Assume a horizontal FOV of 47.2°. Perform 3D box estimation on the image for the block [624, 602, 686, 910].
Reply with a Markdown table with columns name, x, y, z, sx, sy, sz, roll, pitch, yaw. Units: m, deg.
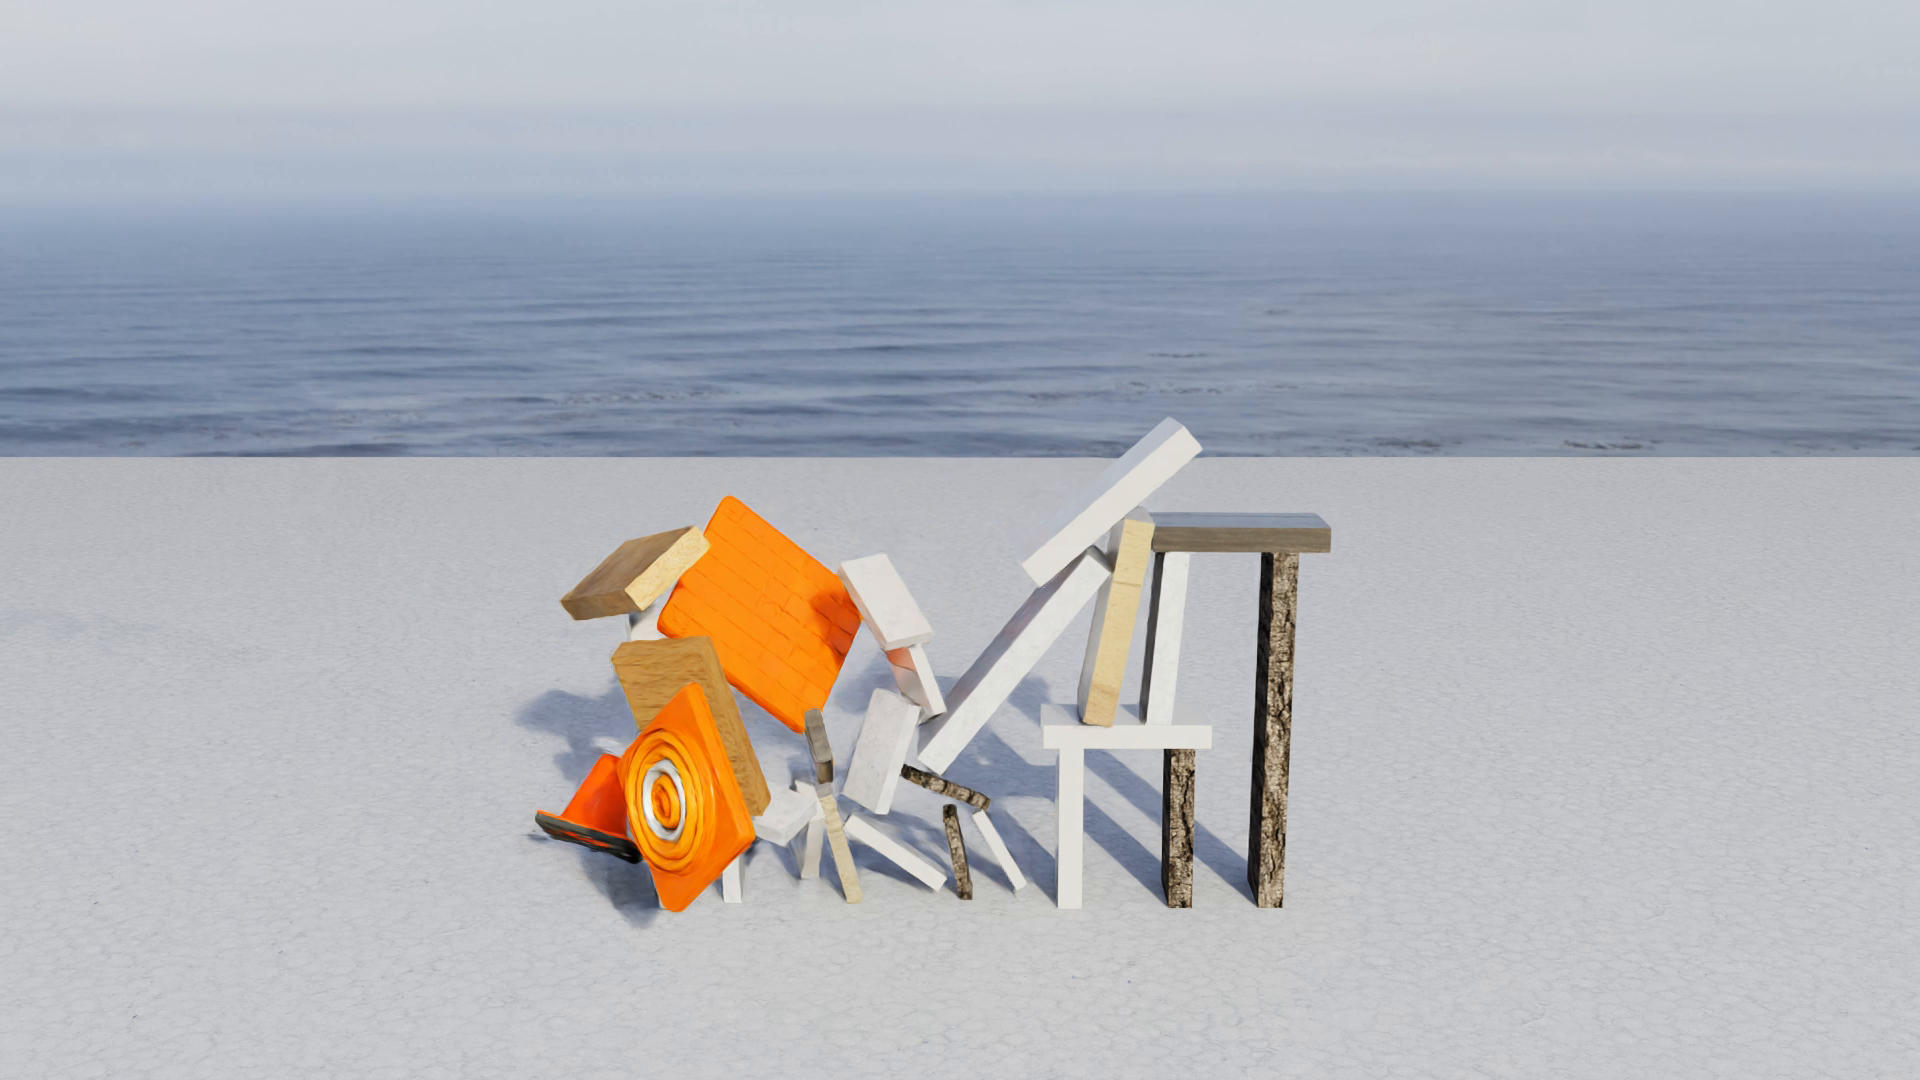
| name | x | y | z | sx | sy | sz | roll | pitch | yaw |
| --- | --- | --- | --- | --- | --- | --- | --- | --- | --- |
| block | -0.505 | 0.331 | 3.619 | 0.043 | 0.525 | 0.152 | -7 | 12 | -11 |

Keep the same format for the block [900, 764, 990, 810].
| name | x | y | z | sx | sy | sz | roll | pitch | yaw |
| --- | --- | --- | --- | --- | --- | --- | --- | --- | --- |
| block | -0.025 | 0.412 | 3.665 | 0.143 | 0.020 | 0.072 | 22 | -3 | -13 |

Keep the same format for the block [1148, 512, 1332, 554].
| name | x | y | z | sx | sy | sz | roll | pitch | yaw |
| --- | --- | --- | --- | --- | --- | --- | --- | --- | --- |
| block | 0.447 | -0.013 | 3.558 | 0.283 | 0.040 | 0.141 | 0 | 11 | -1 |

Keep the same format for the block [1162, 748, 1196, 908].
| name | x | y | z | sx | sy | sz | roll | pitch | yaw |
| --- | --- | --- | --- | --- | --- | --- | --- | --- | --- |
| block | 0.361 | 0.457 | 3.641 | 0.038 | 0.271 | 0.135 | 0 | 11 | 0 |

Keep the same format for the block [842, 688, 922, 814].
| name | x | y | z | sx | sy | sz | roll | pitch | yaw |
| --- | --- | --- | --- | --- | --- | --- | --- | --- | --- |
| block | -0.131 | 0.350 | 3.659 | 0.027 | 0.189 | 0.095 | 13 | 6 | -42 |

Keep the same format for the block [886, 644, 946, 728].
| name | x | y | z | sx | sy | sz | roll | pitch | yaw |
| --- | --- | --- | --- | --- | --- | --- | --- | --- | --- |
| block | -0.081 | 0.215 | 3.649 | 0.024 | 0.176 | 0.085 | -17 | -10 | -29 |

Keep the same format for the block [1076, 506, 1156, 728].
| name | x | y | z | sx | sy | sz | roll | pitch | yaw |
| --- | --- | --- | --- | --- | --- | --- | --- | --- | --- |
| block | 0.252 | 0.118 | 3.581 | 0.048 | 0.338 | 0.169 | 10 | 10 | -3 |

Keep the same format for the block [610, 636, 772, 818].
| name | x | y | z | sx | sy | sz | roll | pitch | yaw |
| --- | --- | --- | --- | --- | --- | --- | --- | --- | --- |
| block | -0.409 | 0.289 | 3.362 | 0.152 | 0.304 | 0.043 | -5 | 29 | 23 |

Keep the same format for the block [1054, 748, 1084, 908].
| name | x | y | z | sx | sy | sz | roll | pitch | yaw |
| --- | --- | --- | --- | --- | --- | --- | --- | --- | --- |
| block | 0.180 | 0.457 | 3.641 | 0.038 | 0.271 | 0.135 | 0 | 11 | 0 |

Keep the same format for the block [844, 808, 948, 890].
| name | x | y | z | sx | sy | sz | roll | pitch | yaw |
| --- | --- | --- | --- | --- | --- | --- | --- | --- | --- |
| block | -0.108 | 0.516 | 3.674 | 0.189 | 0.027 | 0.095 | 34 | -1 | -1 |

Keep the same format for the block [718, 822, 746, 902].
| name | x | y | z | sx | sy | sz | roll | pitch | yaw |
| --- | --- | --- | --- | --- | --- | --- | --- | --- | --- |
| block | -0.377 | 0.489 | 3.628 | 0.027 | 0.194 | 0.097 | -1 | 26 | -1 |

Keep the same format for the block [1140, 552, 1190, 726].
| name | x | y | z | sx | sy | sz | roll | pitch | yaw |
| --- | --- | --- | --- | --- | --- | --- | --- | --- | --- |
| block | 0.333 | 0.146 | 3.587 | 0.040 | 0.283 | 0.141 | 5 | 10 | -1 |

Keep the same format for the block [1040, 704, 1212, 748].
| name | x | y | z | sx | sy | sz | roll | pitch | yaw |
| --- | --- | --- | --- | --- | --- | --- | --- | --- | --- |
| block | 0.271 | 0.305 | 3.613 | 0.271 | 0.038 | 0.135 | 0 | 11 | 0 |

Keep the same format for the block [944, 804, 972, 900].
| name | x | y | z | sx | sy | sz | roll | pitch | yaw |
| --- | --- | --- | --- | --- | --- | --- | --- | --- | --- |
| block | -0.004 | 0.518 | 3.661 | 0.020 | 0.143 | 0.072 | -11 | 10 | 2 |

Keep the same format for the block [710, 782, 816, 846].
| name | x | y | z | sx | sy | sz | roll | pitch | yaw |
| --- | --- | --- | --- | --- | --- | --- | --- | --- | --- |
| block | -0.337 | 0.422 | 3.518 | 0.193 | 0.027 | 0.097 | 17 | 35 | 23 |

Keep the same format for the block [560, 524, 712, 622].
| name | x | y | z | sx | sy | sz | roll | pitch | yaw |
| --- | --- | --- | --- | --- | --- | --- | --- | --- | --- |
| block | -0.515 | 0.055 | 3.470 | 0.152 | 0.043 | 0.304 | -45 | 16 | -25 |

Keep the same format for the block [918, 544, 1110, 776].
| name | x | y | z | sx | sy | sz | roll | pitch | yaw |
| --- | --- | --- | --- | --- | --- | --- | --- | --- | --- |
| block | 0.085 | 0.186 | 3.602 | 0.048 | 0.431 | 0.169 | 38 | 9 | -7 |

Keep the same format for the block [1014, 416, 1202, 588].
| name | x | y | z | sx | sy | sz | roll | pitch | yaw |
| --- | --- | --- | --- | --- | --- | --- | --- | --- | --- |
| block | 0.236 | -0.065 | 3.557 | 0.338 | 0.048 | 0.169 | -41 | 8 | 4 |

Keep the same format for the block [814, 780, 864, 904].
| name | x | y | z | sx | sy | sz | roll | pitch | yaw |
| --- | --- | --- | --- | --- | --- | --- | --- | --- | --- |
| block | -0.201 | 0.498 | 3.646 | 0.027 | 0.189 | 0.094 | -16 | 12 | -4 |

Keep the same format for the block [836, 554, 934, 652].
| name | x | y | z | sx | sy | sz | roll | pitch | yaw |
| --- | --- | --- | --- | --- | --- | --- | --- | --- | --- |
| block | -0.122 | 0.099 | 3.540 | 0.086 | 0.024 | 0.171 | -12 | 53 | -31 |

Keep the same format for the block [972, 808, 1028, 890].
| name | x | y | z | sx | sy | sz | roll | pitch | yaw |
| --- | --- | --- | --- | --- | --- | --- | --- | --- | --- |
| block | 0.066 | 0.515 | 3.677 | 0.020 | 0.143 | 0.072 | -31 | -2 | -1 |

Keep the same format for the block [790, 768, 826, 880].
| name | x | y | z | sx | sy | sz | roll | pitch | yaw |
| --- | --- | --- | --- | --- | --- | --- | --- | --- | --- |
| block | -0.257 | 0.471 | 3.640 | 0.027 | 0.193 | 0.097 | -12 | 56 | -17 |

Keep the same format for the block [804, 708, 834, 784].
| name | x | y | z | sx | sy | sz | roll | pitch | yaw |
| --- | --- | --- | --- | --- | --- | --- | --- | --- | --- |
| block | -0.223 | 0.327 | 3.479 | 0.024 | 0.085 | 0.171 | -14 | -16 | -8 |

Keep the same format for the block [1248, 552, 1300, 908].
| name | x | y | z | sx | sy | sz | roll | pitch | yaw |
| --- | --- | --- | --- | --- | --- | --- | --- | --- | --- |
| block | 0.513 | 0.299 | 3.615 | 0.040 | 0.592 | 0.141 | 1 | 11 | 0 |
